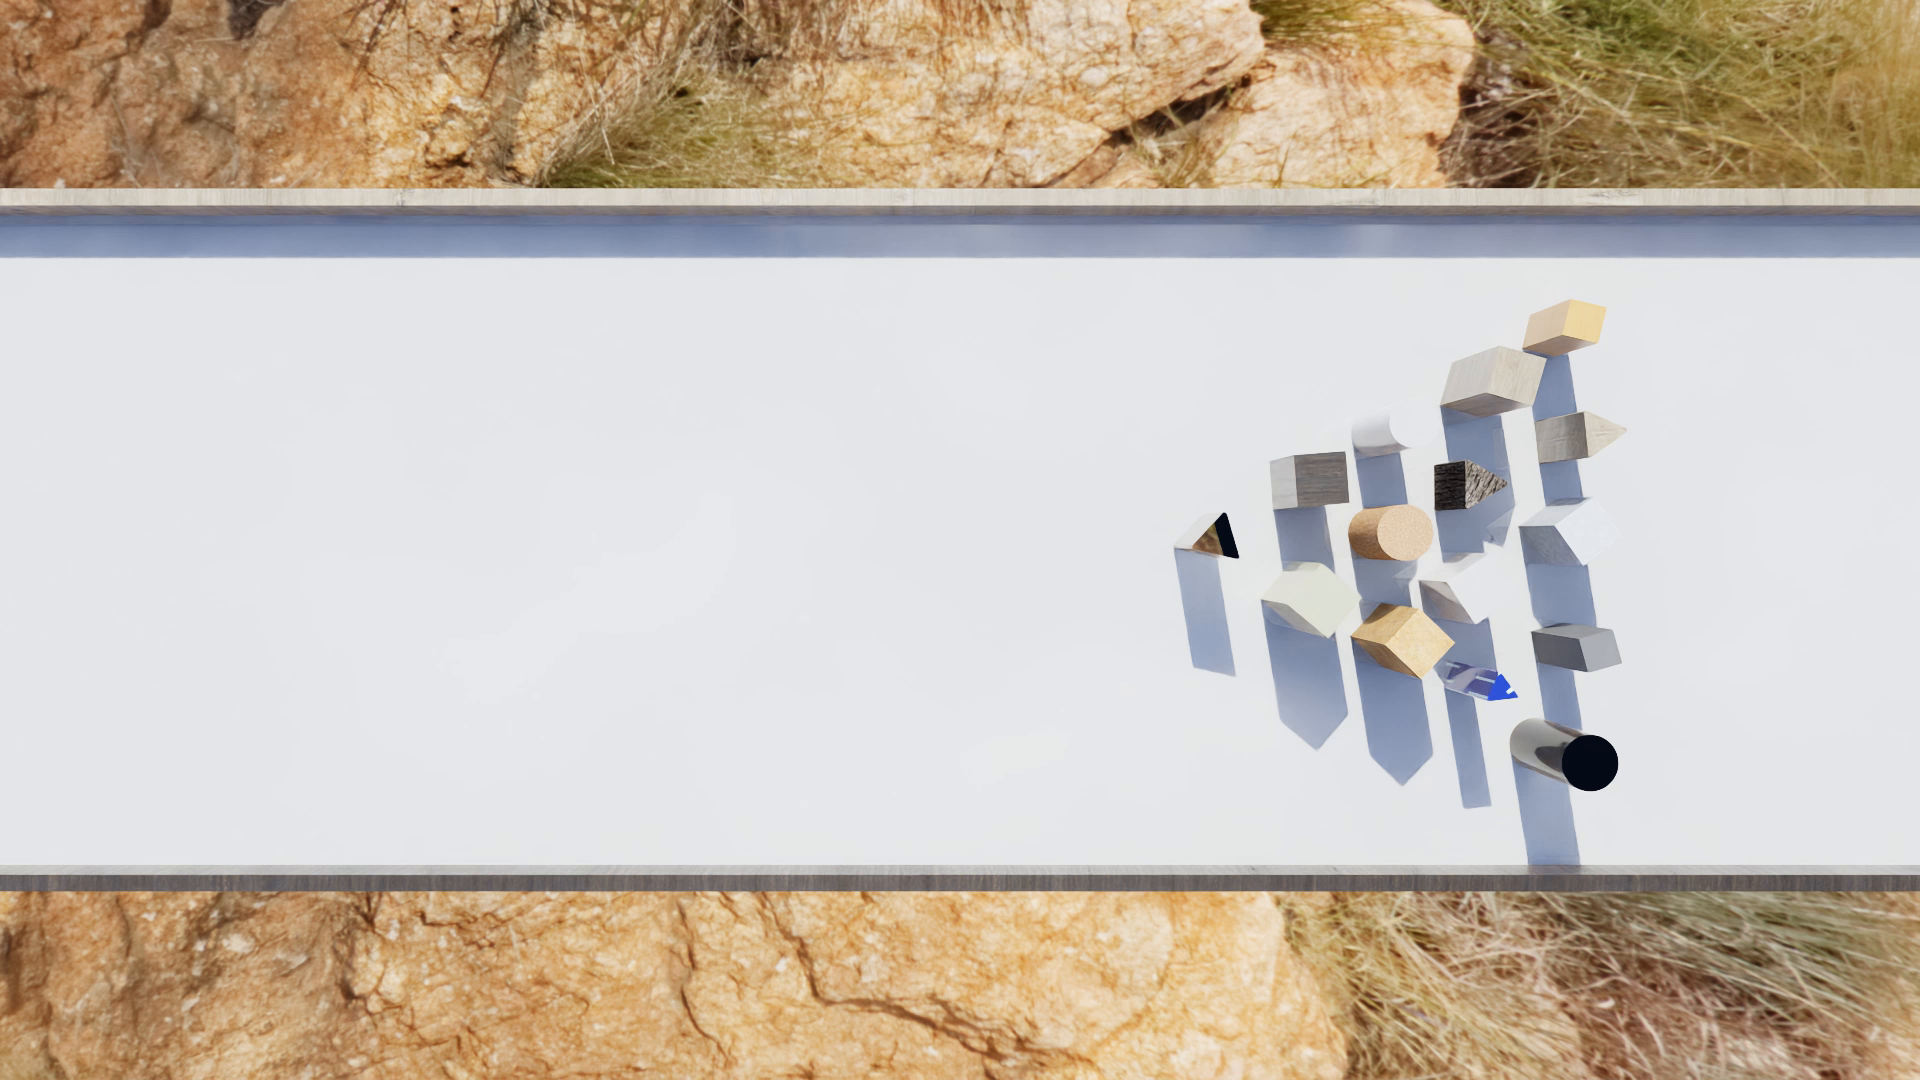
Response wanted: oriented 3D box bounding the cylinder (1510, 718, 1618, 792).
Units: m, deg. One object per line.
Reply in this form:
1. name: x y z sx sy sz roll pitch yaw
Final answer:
1. cylinder: 1.771 0.627 4.855 0.161 0.443 0.161 0 90 0

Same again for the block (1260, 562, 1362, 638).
1. block: 1.030 0.172 4.866 0.151 0.421 0.151 40 90 0

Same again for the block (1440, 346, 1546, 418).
1. block: 1.561 -0.461 4.852 0.137 0.449 0.137 16 90 0

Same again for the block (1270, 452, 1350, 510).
1. block: 1.032 -0.174 4.891 0.149 0.371 0.149 -4 90 0

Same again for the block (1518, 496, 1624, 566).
1. block: 1.819 -0.026 4.922 0.143 0.309 0.143 -35 90 0

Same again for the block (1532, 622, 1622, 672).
1. block: 1.818 0.315 4.878 0.100 0.396 0.100 -16 90 0

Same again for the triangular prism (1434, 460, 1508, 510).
1. triangular prism: 1.493 -0.179 4.919 0.140 0.314 0.121 -31 90 0

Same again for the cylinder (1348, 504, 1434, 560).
1. cylinder: 1.274 -0.021 4.898 0.161 0.358 0.161 0 90 0

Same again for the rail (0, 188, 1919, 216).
1. rail: -2.247 -1.025 5.002 12.000 0.150 0.050 0 90 0

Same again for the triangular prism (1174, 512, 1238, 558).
1. triangular prism: 0.736 -0.021 4.870 0.137 0.413 0.118 13 90 0

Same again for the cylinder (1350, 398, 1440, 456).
1. cylinder: 1.274 -0.328 4.849 0.142 0.455 0.142 0 90 0

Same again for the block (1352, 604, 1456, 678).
1. block: 1.300 0.293 4.869 0.140 0.416 0.140 44 90 0

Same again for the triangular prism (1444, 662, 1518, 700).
1. triangular prism: 1.528 0.411 4.867 0.087 0.420 0.075 -6 90 0

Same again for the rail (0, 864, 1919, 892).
1. rail: -2.247 1.025 5.001 12.000 0.150 0.050 0 90 0

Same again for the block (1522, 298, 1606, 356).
1. block: 1.794 -0.629 4.906 0.106 0.341 0.106 14 90 0

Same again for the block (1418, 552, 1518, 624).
1. block: 1.513 0.142 4.926 0.149 0.301 0.149 -34 90 0

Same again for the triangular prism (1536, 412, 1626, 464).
1. triangular prism: 1.804 -0.319 4.875 0.132 0.404 0.114 -36 90 0
